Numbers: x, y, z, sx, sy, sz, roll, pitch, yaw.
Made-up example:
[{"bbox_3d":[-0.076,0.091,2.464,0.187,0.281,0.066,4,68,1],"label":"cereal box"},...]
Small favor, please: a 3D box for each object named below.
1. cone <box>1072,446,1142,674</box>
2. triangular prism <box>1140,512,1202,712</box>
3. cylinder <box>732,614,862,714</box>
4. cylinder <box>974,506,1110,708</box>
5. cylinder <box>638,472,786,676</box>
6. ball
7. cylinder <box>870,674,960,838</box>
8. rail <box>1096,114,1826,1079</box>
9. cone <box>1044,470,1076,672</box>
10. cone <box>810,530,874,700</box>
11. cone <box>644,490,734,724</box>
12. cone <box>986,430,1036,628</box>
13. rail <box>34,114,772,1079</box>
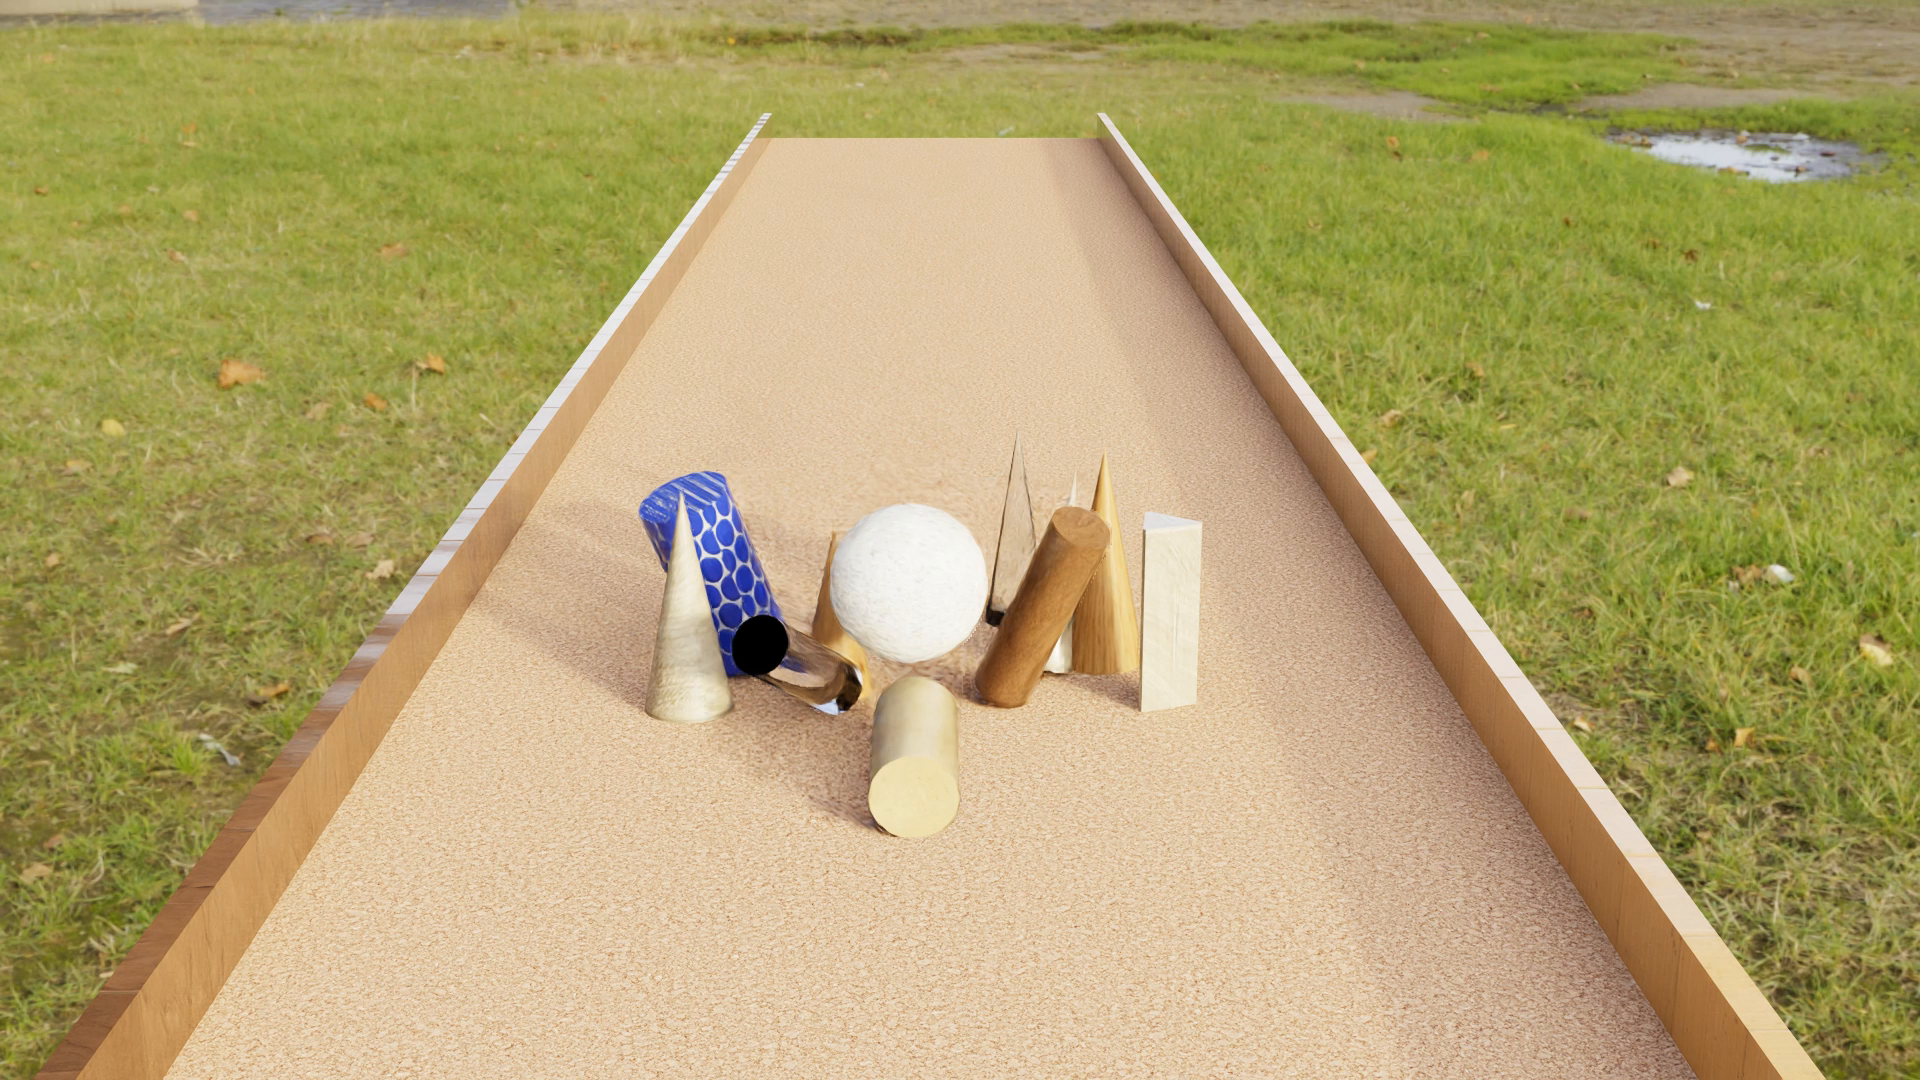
[{"bbox_3d":[0.283,0.029,4.352,0.173,0.442,0.173,0,17,0],"label":"cone"},{"bbox_3d":[0.374,0.132,4.156,0.121,0.357,0.105,-7,18,-21],"label":"triangular prism"},{"bbox_3d":[-0.292,0.229,3.996,0.110,0.110,0.321,8,-13,24],"label":"cylinder"},{"bbox_3d":[0.149,0.128,4.060,0.111,0.422,0.111,15,39,-12],"label":"cylinder"},{"bbox_3d":[-0.476,0.067,4.291,0.179,0.365,0.179,-15,29,9],"label":"cylinder"},{"bbox_3d":[-0.091,0.076,3.888,0.281,0.281,0.281,0,17,0],"label":"ball"},{"bbox_3d":[-0.076,0.364,3.729,0.147,0.147,0.346,0,20,-1],"label":"cylinder"},{"bbox_3d":[0.932,-0.844,7.801,0.050,0.150,12.000,0,17,-1],"label":"rail"},{"bbox_3d":[0.199,0.056,4.318,0.100,0.399,0.100,8,3,0],"label":"cone"},{"bbox_3d":[-0.239,0.133,4.210,0.145,0.325,0.145,0,17,0],"label":"cone"},{"bbox_3d":[-0.512,0.112,4.102,0.169,0.426,0.169,0,17,0],"label":"cone"},{"bbox_3d":[0.120,-0.036,4.600,0.134,0.426,0.134,0,17,0],"label":"cone"},{"bbox_3d":[-1.118,-0.838,7.780,0.050,0.150,12.000,0,17,-1],"label":"rail"}]
